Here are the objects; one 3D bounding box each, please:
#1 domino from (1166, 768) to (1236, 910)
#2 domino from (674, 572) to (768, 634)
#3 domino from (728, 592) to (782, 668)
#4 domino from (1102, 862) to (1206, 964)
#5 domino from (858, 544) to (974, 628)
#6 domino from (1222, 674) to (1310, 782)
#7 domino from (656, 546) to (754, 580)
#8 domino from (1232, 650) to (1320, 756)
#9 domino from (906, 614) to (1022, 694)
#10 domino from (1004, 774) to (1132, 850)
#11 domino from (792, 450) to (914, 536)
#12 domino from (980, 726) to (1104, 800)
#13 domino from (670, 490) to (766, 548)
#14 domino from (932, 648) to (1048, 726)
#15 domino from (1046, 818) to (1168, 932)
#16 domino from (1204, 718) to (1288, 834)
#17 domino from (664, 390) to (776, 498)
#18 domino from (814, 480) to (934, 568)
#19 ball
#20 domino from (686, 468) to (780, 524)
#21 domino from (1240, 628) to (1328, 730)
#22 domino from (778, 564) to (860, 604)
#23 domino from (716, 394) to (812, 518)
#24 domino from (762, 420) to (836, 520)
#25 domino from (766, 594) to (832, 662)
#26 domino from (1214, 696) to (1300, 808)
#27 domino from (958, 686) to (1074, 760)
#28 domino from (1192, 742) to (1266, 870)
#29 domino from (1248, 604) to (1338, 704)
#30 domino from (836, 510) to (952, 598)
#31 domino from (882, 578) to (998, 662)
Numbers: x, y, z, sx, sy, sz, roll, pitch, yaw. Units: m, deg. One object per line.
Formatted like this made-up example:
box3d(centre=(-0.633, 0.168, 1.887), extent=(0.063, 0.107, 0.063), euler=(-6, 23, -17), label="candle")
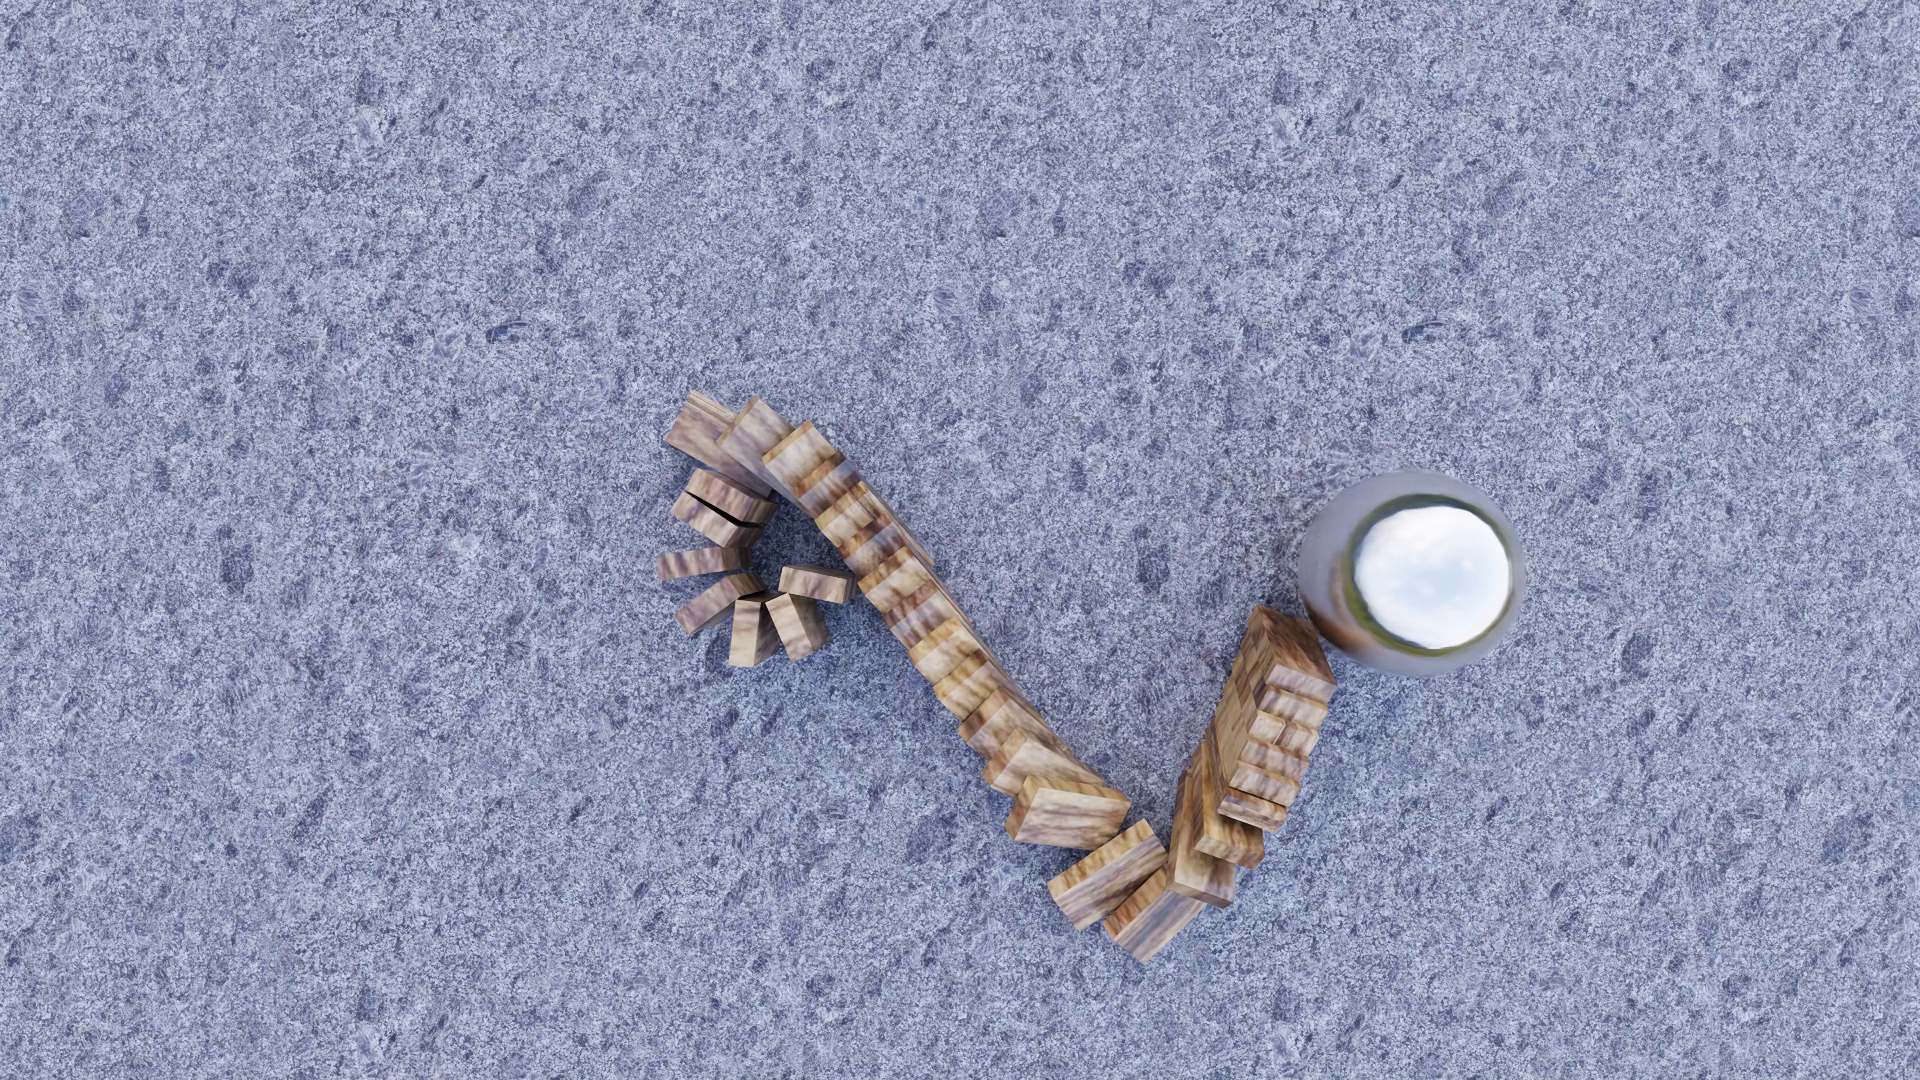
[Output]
box3d(centre=(0.102, 0.123, 0.381), extent=(0.025, 0.010, 0.050), euler=(20, 51, 0), label="domino")
box3d(centre=(-0.097, 0.025, 0.375), extent=(0.025, 0.050, 0.009), euler=(-36, 90, 0), label="domino")
box3d(centre=(-0.082, 0.036, 0.375), extent=(0.010, 0.050, 0.025), euler=(7, 90, 0), label="domino")
box3d(centre=(0.087, 0.155, 0.390), extent=(0.050, 0.009, 0.025), euler=(-44, 118, 0), label="domino")
box3d(centre=(-0.018, 0.027, 0.381), extent=(0.025, 0.010, 0.050), euler=(-38, 128, 0), label="domino")
box3d(centre=(0.124, 0.075, 0.375), extent=(0.025, 0.050, 0.009), euler=(20, 115, 0), label="domino")
box3d(centre=(-0.103, 0.009, 0.375), extent=(0.025, 0.050, 0.010), euler=(-9, 90, 0), label="domino")
box3d(centre=(0.128, 0.066, 0.375), extent=(0.025, 0.050, 0.010), euler=(20, 115, 0), label="domino")
box3d(centre=(0.003, 0.056, 0.382), extent=(0.025, 0.009, 0.050), euler=(-39, 125, 0), label="domino")
box3d(centre=(0.045, 0.114, 0.381), extent=(0.050, 0.010, 0.025), euler=(17, 101, -30), label="domino")
box3d(centre=(-0.044, -0.011, 0.381), extent=(0.025, 0.009, 0.050), euler=(-40, 128, 0), label="domino")
box3d(centre=(0.035, 0.099, 0.382), extent=(0.050, 0.009, 0.025), euler=(35, 95, -32), label="domino")
box3d(centre=(-0.098, -0.008, 0.375), extent=(0.025, 0.050, 0.009), euler=(34, 90, 0), label="domino")
box3d(centre=(0.013, 0.070, 0.382), extent=(0.025, 0.009, 0.050), euler=(-40, 125, 0), label="domino")
box3d(centre=(0.065, 0.143, 0.390), extent=(0.050, 0.010, 0.025), euler=(-34, 118, 0), label="domino")
box3d(centre=(0.116, 0.095, 0.376), extent=(0.025, 0.050, 0.009), euler=(20, 116, 0), label="domino")
box3d(centre=(-0.098, -0.041, 0.395), extent=(0.050, 0.010, 0.025), euler=(29, 90, 0), label="domino")
box3d(centre=(-0.035, 0.001, 0.381), extent=(0.025, 0.009, 0.050), euler=(-40, 128, 0), label="domino")
box3d(centre=(0.175, 0.013, 0.360), extent=(0.080, 0.080, 0.080), euler=(0, 90, 0), label="ball")
box3d(centre=(-0.092, -0.017, 0.375), extent=(0.025, 0.050, 0.010), euler=(29, 90, 0), label="domino")
box3d(centre=(0.132, 0.056, 0.375), extent=(0.025, 0.050, 0.009), euler=(20, 115, 0), label="domino")
box3d(centre=(-0.056, 0.017, 0.375), extent=(0.025, 0.050, 0.009), euler=(12, 90, 0), label="domino")
box3d(centre=(-0.074, -0.034, 0.383), extent=(0.050, 0.009, 0.025), euler=(40, 90, -30), label="domino")
box3d(centre=(-0.056, -0.023, 0.383), extent=(0.025, 0.009, 0.050), euler=(-40, 122, 0), label="domino")
box3d(centre=(-0.065, 0.034, 0.375), extent=(0.009, 0.050, 0.025), euler=(-24, 90, 0), label="domino")
box3d(centre=(0.121, 0.085, 0.375), extent=(0.025, 0.050, 0.009), euler=(20, 115, 0), label="domino")
box3d(centre=(0.024, 0.084, 0.382), extent=(0.025, 0.009, 0.050), euler=(-46, 124, 0), label="domino")
box3d(centre=(0.110, 0.108, 0.377), extent=(0.025, 0.050, 0.009), euler=(20, 125, 0), label="domino")
box3d(centre=(0.135, 0.046, 0.375), extent=(0.025, 0.050, 0.009), euler=(20, 115, 0), label="domino")
box3d(centre=(-0.026, 0.014, 0.381), extent=(0.025, 0.010, 0.050), euler=(-38, 128, -1), label="domino")
box3d(centre=(-0.008, 0.041, 0.381), extent=(0.025, 0.009, 0.050), euler=(-38, 126, -1), label="domino")
